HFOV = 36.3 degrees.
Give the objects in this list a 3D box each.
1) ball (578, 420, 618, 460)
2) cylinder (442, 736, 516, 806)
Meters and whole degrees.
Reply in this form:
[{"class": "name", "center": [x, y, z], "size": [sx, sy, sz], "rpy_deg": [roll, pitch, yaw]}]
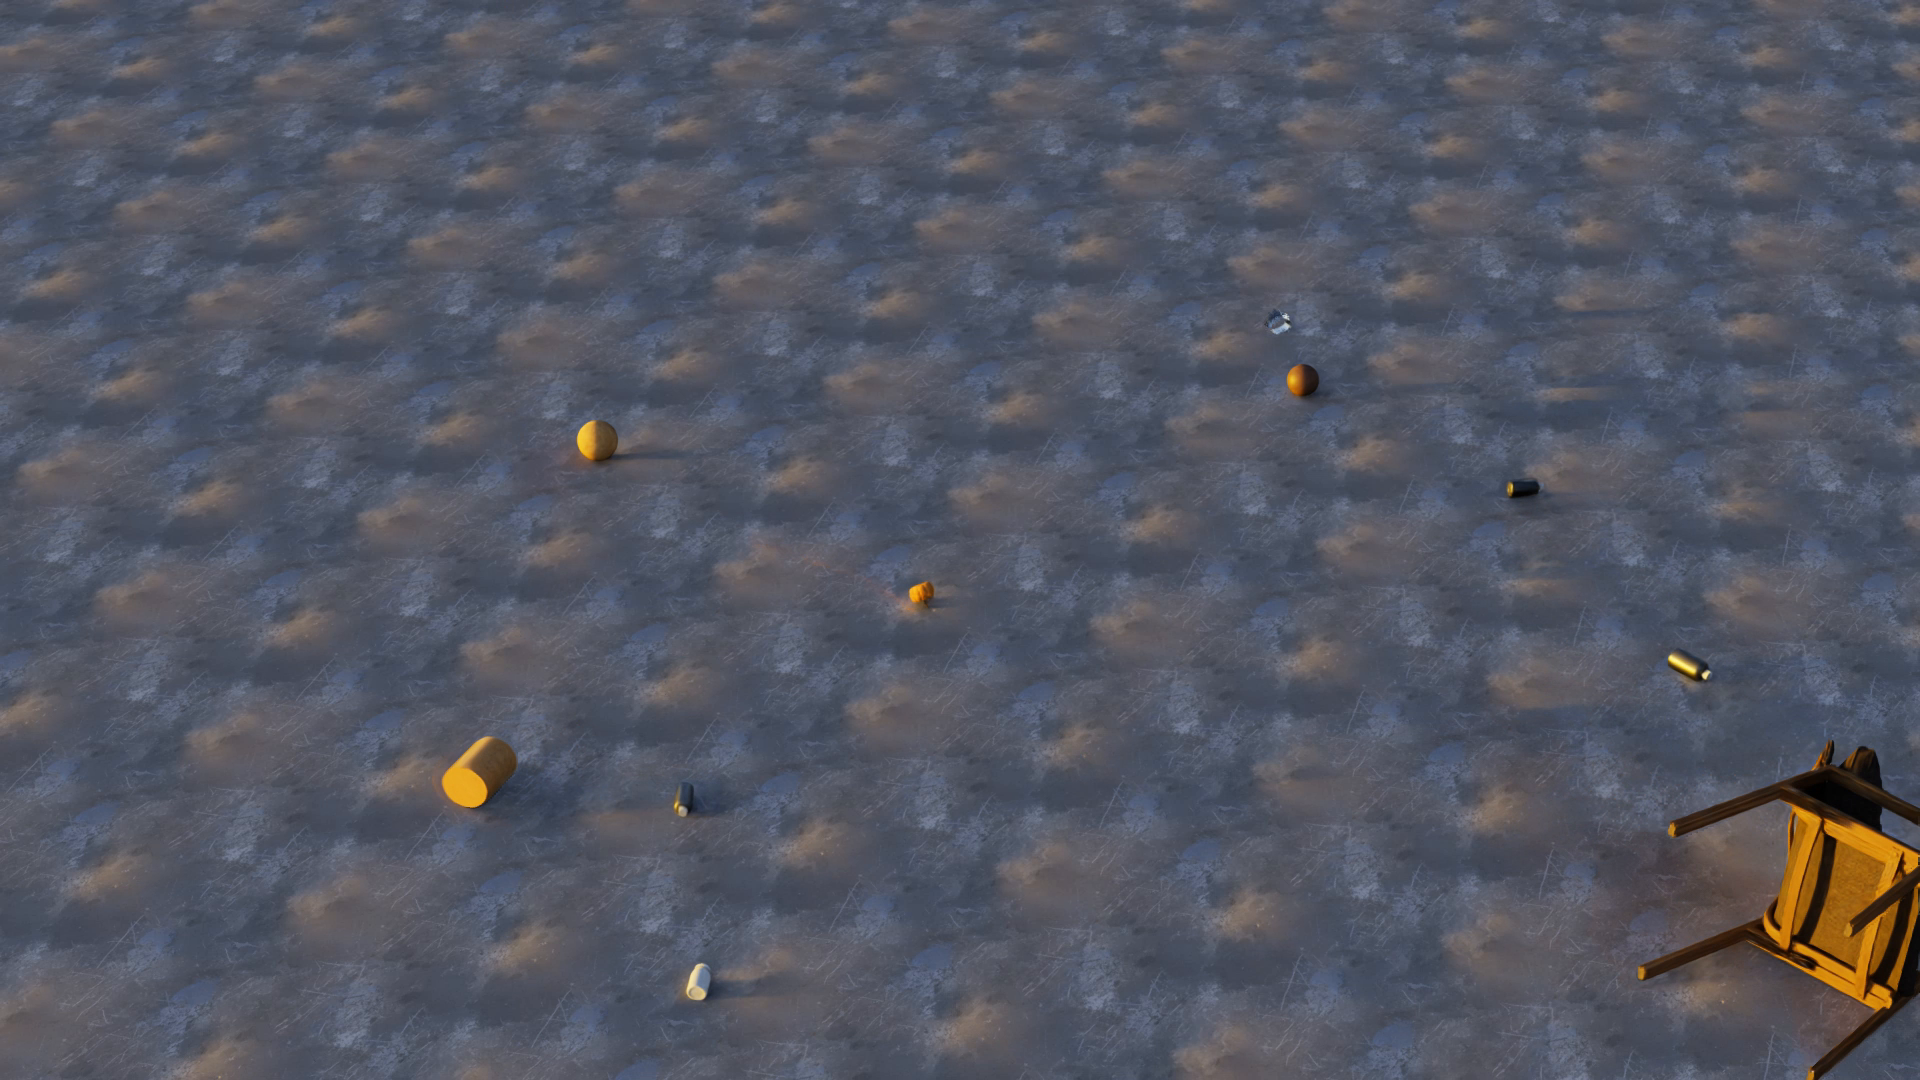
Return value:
[{"class": "ball", "center": [-1.407, -0.387, 11.387], "size": [0.158, 0.158, 0.158], "rpy_deg": [0, 33, 0]}, {"class": "cylinder", "center": [-1.579, 0.762, 9.640], "size": [0.185, 0.152, 0.180], "rpy_deg": [-22, 18, 37]}]
